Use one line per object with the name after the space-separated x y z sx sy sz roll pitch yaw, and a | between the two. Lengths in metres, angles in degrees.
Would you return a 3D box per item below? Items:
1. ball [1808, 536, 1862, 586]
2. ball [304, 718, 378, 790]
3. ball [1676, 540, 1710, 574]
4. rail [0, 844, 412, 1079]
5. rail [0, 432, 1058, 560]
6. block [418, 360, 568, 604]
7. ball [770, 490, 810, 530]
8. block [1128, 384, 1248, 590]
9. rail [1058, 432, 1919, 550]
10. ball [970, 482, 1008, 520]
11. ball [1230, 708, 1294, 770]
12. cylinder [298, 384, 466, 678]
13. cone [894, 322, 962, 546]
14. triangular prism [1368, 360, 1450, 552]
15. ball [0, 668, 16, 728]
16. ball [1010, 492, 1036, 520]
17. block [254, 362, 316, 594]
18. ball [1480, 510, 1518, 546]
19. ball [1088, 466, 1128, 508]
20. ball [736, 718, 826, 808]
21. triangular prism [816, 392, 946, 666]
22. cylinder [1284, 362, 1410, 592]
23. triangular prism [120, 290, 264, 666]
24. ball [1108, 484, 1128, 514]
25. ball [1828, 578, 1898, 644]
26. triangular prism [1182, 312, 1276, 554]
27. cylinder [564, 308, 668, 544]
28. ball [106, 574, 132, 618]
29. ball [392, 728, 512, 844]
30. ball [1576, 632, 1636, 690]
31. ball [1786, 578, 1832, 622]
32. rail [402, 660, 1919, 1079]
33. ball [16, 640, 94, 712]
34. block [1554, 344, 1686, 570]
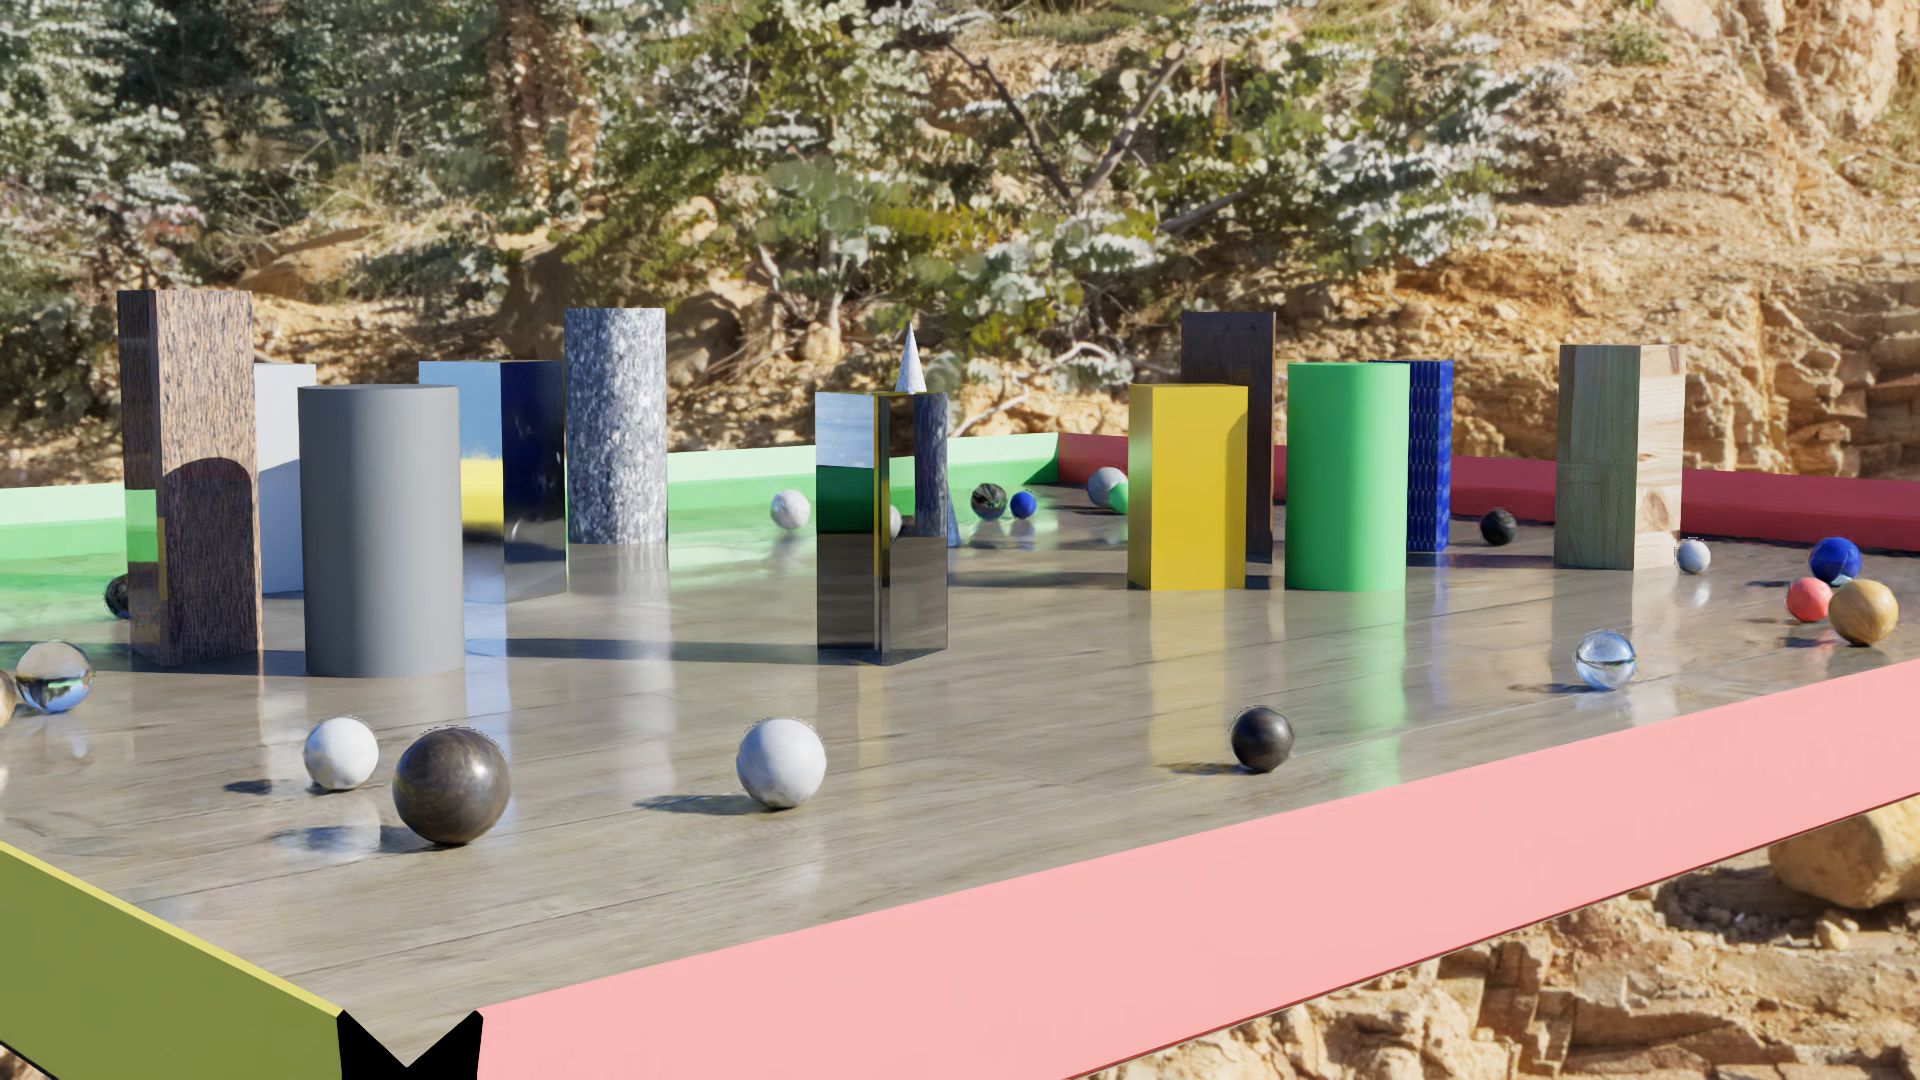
1.413 0.034 3.549 0.080 0.080 0.080 0 6 0 | ball
-0.575 0.199 2.042 0.067 0.067 0.067 0 6 0 | ball
1.238 0.028 3.713 0.057 0.057 0.057 0 6 0 | ball
-1.301 0.158 2.138 0.045 0.126 3.144 -6 8 -42 | rail
-1.050 -0.086 4.464 3.589 0.126 0.045 -6 8 -42 | rail
-0.724 -0.095 3.415 0.155 0.365 0.155 3 7 26 | block
-0.344 -0.061 4.439 0.083 0.083 0.083 0 6 0 | ball
0.366 -0.089 3.561 0.155 0.322 0.155 -1 6 -10 | block
1.301 -0.093 4.526 0.045 0.126 3.144 -6 8 -42 | rail
0.061 -0.083 4.664 0.079 0.079 0.079 0 6 0 | ball
0.292 0.193 2.127 0.061 0.061 0.061 0 6 0 | ball
-0.719 -0.016 2.738 0.194 0.349 0.194 0 6 0 | cylinder
-0.094 -0.205 4.184 0.194 0.422 0.194 0 6 0 | cone
0.876 -0.163 4.133 0.145 0.349 0.168 -6 8 -42 | triangular prism
-1.027 0.165 2.291 0.081 0.081 0.081 0 6 0 | ball
0.134 -0.073 4.676 0.058 0.058 0.058 0 6 0 | ball
-1.128 -0.102 3.514 0.155 0.357 0.155 -5 8 -37 | block
1.018 -0.023 4.155 0.068 0.068 0.068 0 6 0 | ball
0.331 -0.117 4.919 0.094 0.094 0.094 0 6 0 | ball
-0.160 0.200 1.970 0.080 0.080 0.080 0 6 0 | ball
-0.079 -0.021 2.840 0.145 0.338 0.168 -4 7 -34 | triangular prism
0.625 -0.106 3.555 0.194 0.357 0.194 0 6 0 | cylinder
-0.979 -0.086 2.836 0.145 0.468 0.168 -4 7 -33 | triangular prism
0.355 -0.091 4.798 0.067 0.067 0.067 0 6 0 | ball
1.201 0.095 2.925 0.088 0.088 0.088 0 6 0 | ball
0.497 -0.203 4.081 0.168 0.440 0.145 1 6 8 | triangular prism
-0.664 -0.224 4.253 0.194 0.446 0.194 0 6 0 | cylinder
-1.199 0.081 3.173 0.065 0.065 0.065 0 6 0 | ball
-0.424 0.205 1.835 0.097 0.097 0.097 0 6 0 | ball
0.756 0.141 2.575 0.069 0.069 0.069 0 6 0 | ball
1.212 0.086 3.137 0.063 0.063 0.063 0 6 0 | ball
1.050 0.152 2.200 3.589 0.126 0.045 -6 8 -42 | rail
-1.002 0.151 2.434 0.080 0.080 0.080 0 6 0 | ball
1.153 -0.150 3.846 0.155 0.383 0.155 -6 8 -44 | block
